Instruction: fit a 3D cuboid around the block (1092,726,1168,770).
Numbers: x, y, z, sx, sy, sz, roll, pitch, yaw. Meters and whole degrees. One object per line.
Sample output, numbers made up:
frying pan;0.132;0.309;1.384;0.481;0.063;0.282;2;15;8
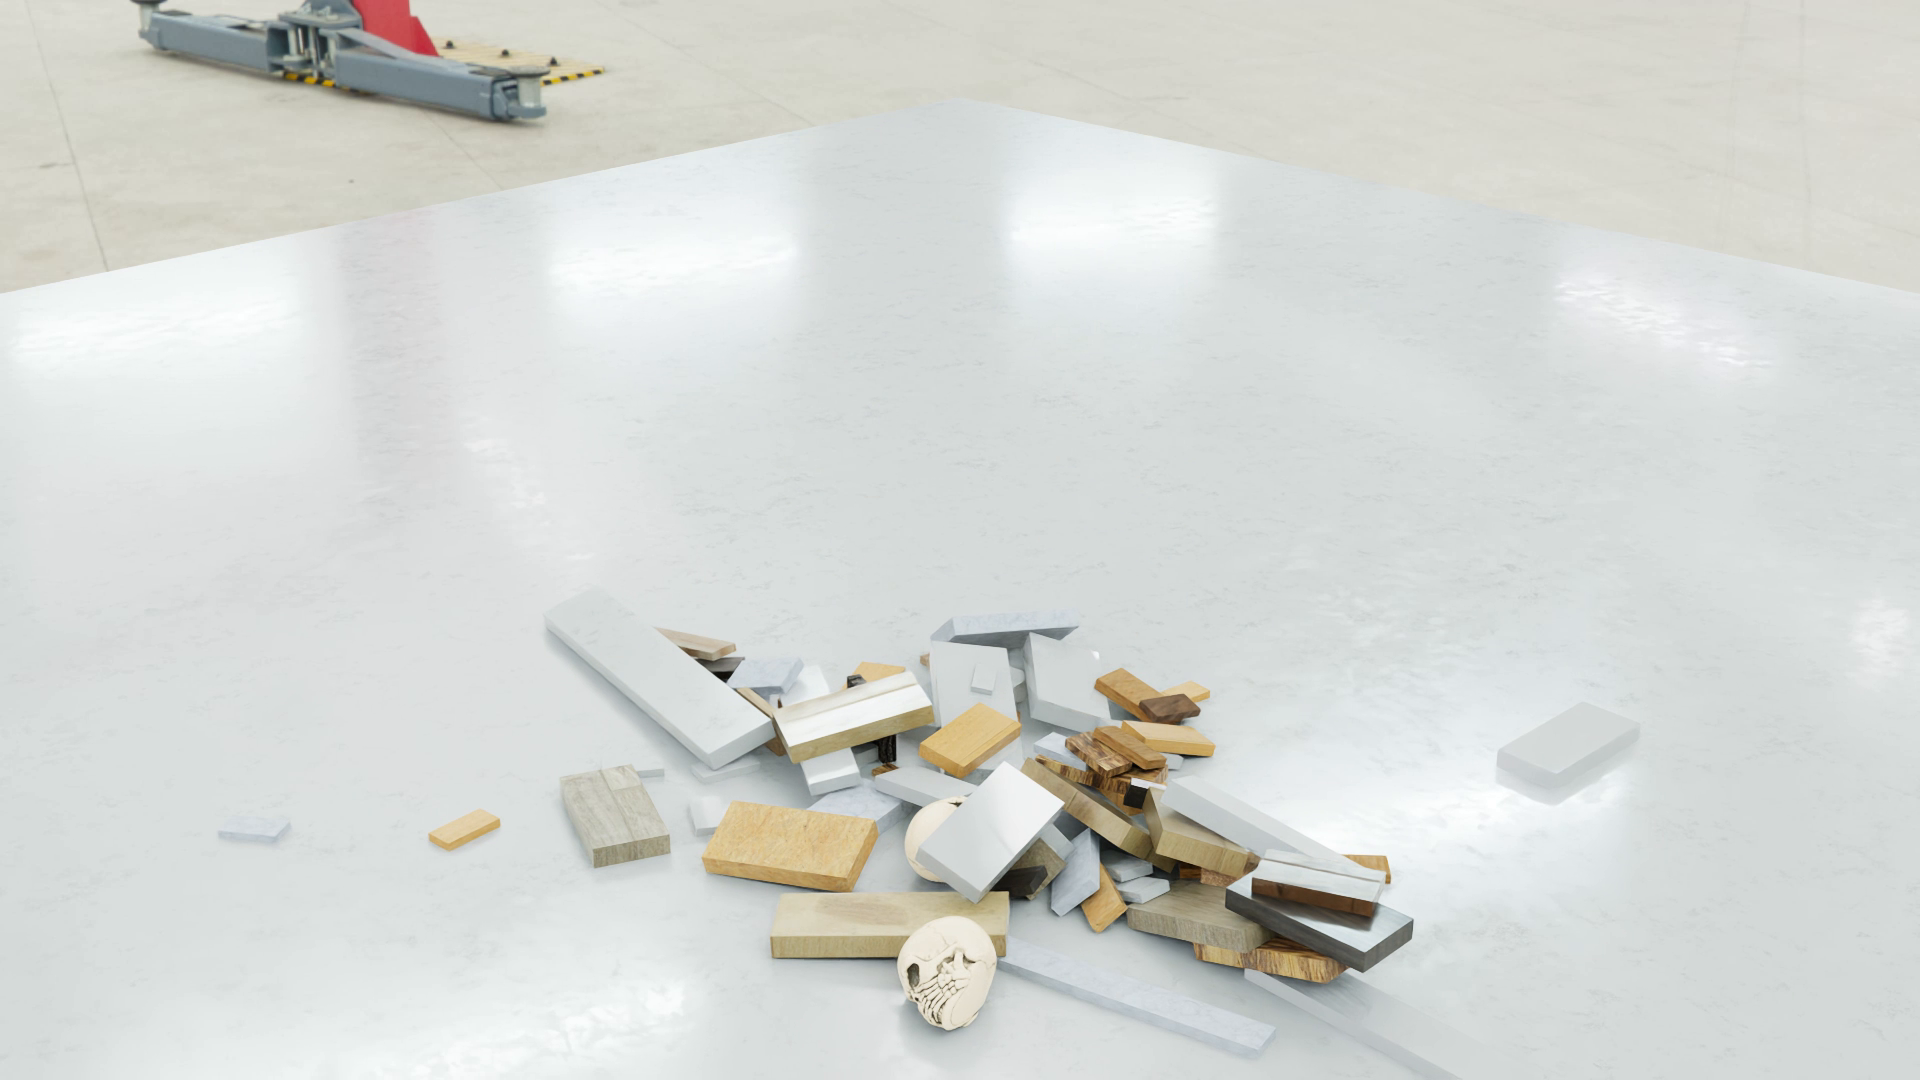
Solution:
block;0.349;0.425;4.515;0.143;0.020;0.072;31;18;34

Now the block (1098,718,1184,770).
block;0.381;0.433;4.668;0.093;0.026;0.185;10;14;-35

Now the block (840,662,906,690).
block;-0.204;0.336;4.931;0.104;0.030;0.209;7;24;15

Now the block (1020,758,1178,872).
block;0.270;0.538;4.315;0.165;0.047;0.329;32;-1;-41

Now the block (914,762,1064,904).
block;0.058;0.546;4.129;0.143;0.041;0.286;34;46;17

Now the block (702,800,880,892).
block;-0.327;0.589;4.234;0.305;0.043;0.153;5;41;21

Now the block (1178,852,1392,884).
block;0.625;0.631;4.248;0.402;0.020;0.072;1;23;3

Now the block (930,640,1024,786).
block;0.033;0.371;4.715;0.167;0.047;0.465;6;30;-8

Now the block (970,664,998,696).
block;0.053;0.303;4.778;0.047;0.013;0.094;12;29;2

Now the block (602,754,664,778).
block;-0.686;0.478;4.611;0.128;0.018;0.064;-4;23;-10

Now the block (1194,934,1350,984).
block;0.574;0.717;3.907;0.147;0.042;0.294;-21;14;-40

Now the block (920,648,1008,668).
block;0.034;0.254;5.138;0.270;0.018;0.063;-16;28;-34

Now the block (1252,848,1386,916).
block;0.632;0.602;3.875;0.214;0.030;0.107;9;24;20

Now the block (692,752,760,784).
block;-0.491;0.477;4.613;0.128;0.018;0.064;-13;26;-27

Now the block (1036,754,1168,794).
block;0.292;0.469;4.536;0.252;0.031;0.109;13;26;27

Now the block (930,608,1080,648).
block;0.103;0.209;5.060;0.308;0.044;0.154;-3;-17;-22

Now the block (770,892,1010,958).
block;-0.125;0.702;4.019;0.424;0.043;0.153;-1;21;4

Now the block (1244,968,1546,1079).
block;0.735;0.830;3.765;0.107;0.030;0.550;-20;30;-39

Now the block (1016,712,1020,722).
block;0.108;0.401;4.798;0.047;0.013;0.094;1;23;1

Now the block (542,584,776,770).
block;-0.693;0.294;4.942;0.154;0.044;0.879;-28;32;-23

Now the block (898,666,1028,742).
block;0.001;0.357;4.859;0.167;0.047;0.335;16;28;32

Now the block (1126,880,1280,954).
block;0.457;0.681;3.996;0.147;0.042;0.294;-19;13;-38

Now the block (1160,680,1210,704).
block;0.491;0.350;4.912;0.126;0.018;0.063;-17;28;-34

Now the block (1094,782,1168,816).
block;0.340;0.497;4.550;0.109;0.031;0.219;-11;26;-25

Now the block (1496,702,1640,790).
block;1.297;0.436;4.682;0.324;0.041;0.143;-20;30;-39

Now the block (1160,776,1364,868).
block;0.578;0.561;4.170;0.385;0.047;0.165;27;8;21

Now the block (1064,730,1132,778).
block;0.282;0.438;4.498;0.067;0.019;0.134;-14;33;-34

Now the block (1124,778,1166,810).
block;0.401;0.519;4.411;0.134;0.067;0.019;14;45;-2

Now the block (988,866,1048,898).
block;0.084;0.648;4.136;0.148;0.021;0.074;-13;15;30

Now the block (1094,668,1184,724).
block;0.396;0.350;4.835;0.185;0.026;0.093;33;32;29

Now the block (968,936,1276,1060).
block;0.277;0.794;3.862;0.571;0.021;0.074;14;27;29

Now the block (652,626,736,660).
block;-0.660;0.237;5.104;0.341;0.020;0.070;8;22;42
